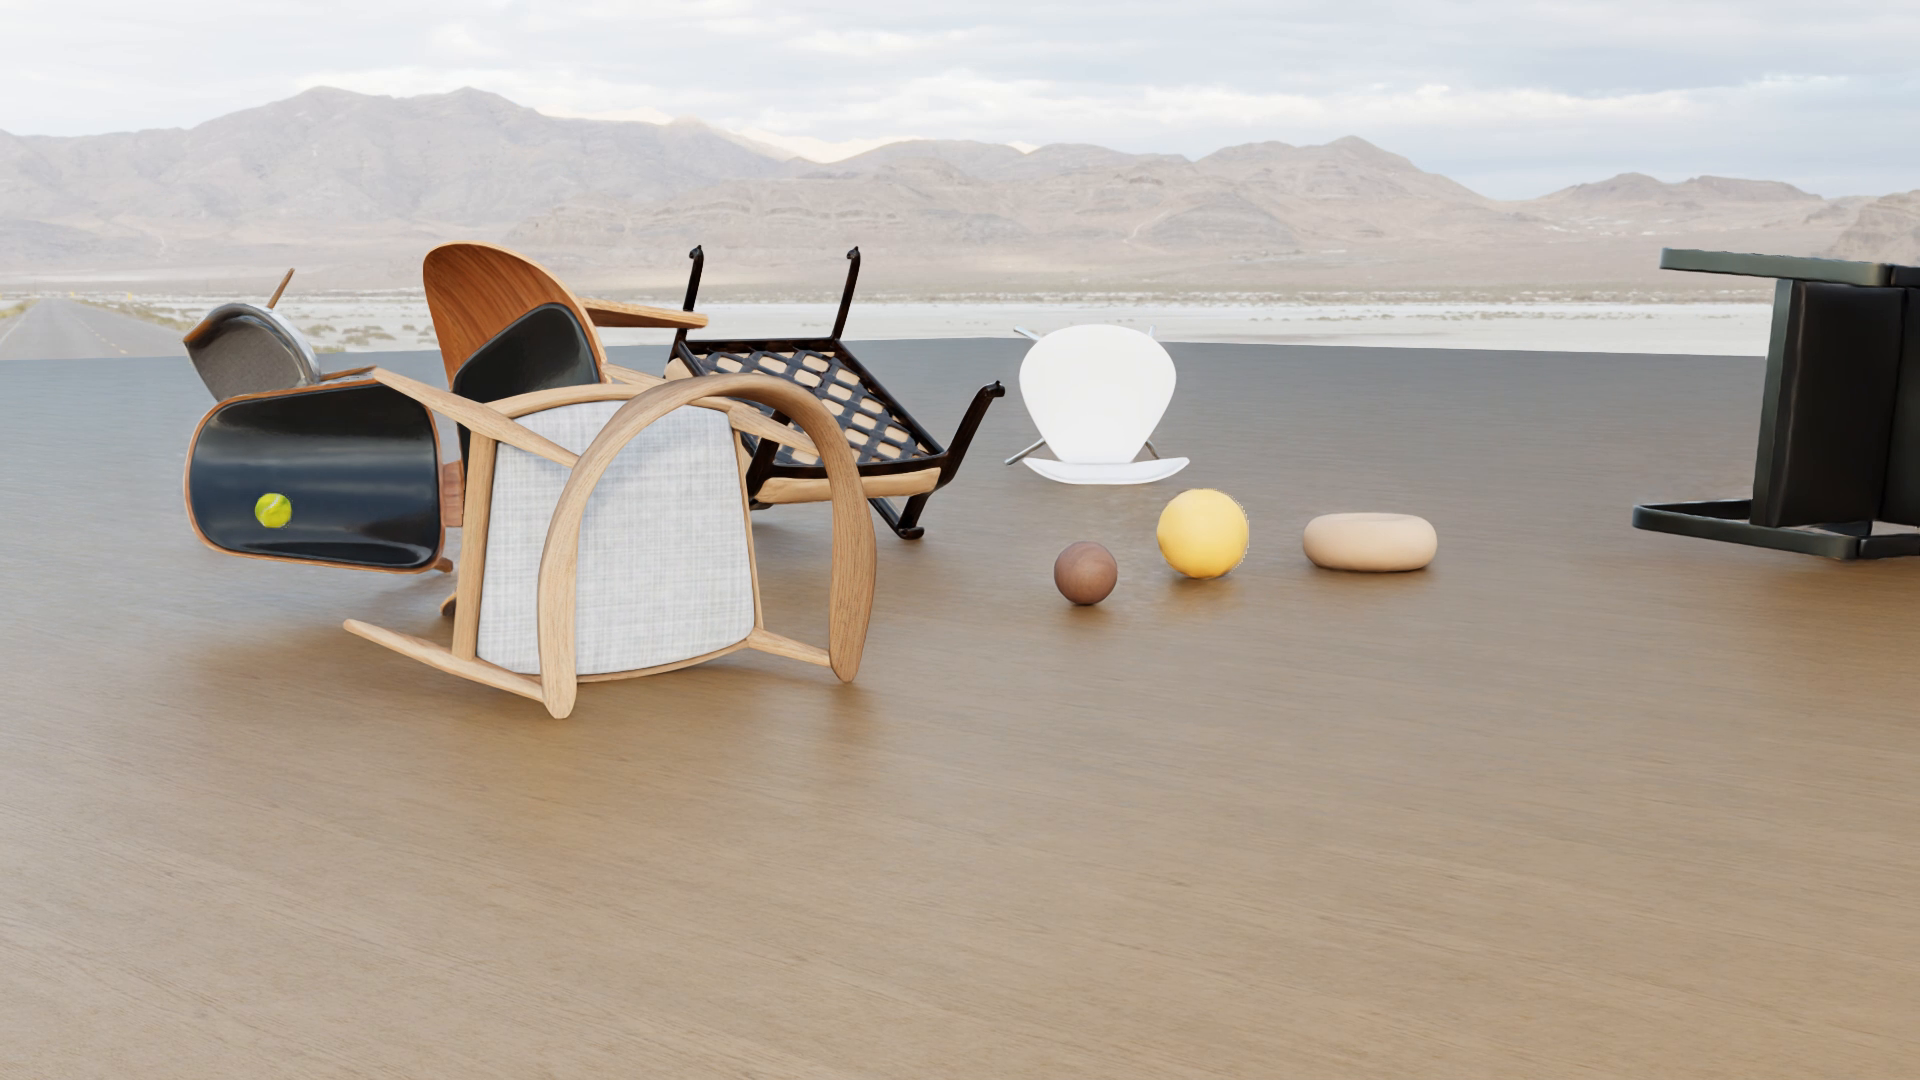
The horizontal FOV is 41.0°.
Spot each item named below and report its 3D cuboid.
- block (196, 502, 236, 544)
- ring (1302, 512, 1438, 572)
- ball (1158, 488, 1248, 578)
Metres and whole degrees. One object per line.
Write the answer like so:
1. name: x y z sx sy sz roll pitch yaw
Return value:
1. block: -1.847 -0.044 6.372 0.066 0.095 0.075 -5 8 -41
2. ring: 0.929 0.004 5.824 0.288 0.114 0.333 -3 6 -25
3. ball: 0.528 -0.014 5.585 0.197 0.197 0.197 0 6 0
